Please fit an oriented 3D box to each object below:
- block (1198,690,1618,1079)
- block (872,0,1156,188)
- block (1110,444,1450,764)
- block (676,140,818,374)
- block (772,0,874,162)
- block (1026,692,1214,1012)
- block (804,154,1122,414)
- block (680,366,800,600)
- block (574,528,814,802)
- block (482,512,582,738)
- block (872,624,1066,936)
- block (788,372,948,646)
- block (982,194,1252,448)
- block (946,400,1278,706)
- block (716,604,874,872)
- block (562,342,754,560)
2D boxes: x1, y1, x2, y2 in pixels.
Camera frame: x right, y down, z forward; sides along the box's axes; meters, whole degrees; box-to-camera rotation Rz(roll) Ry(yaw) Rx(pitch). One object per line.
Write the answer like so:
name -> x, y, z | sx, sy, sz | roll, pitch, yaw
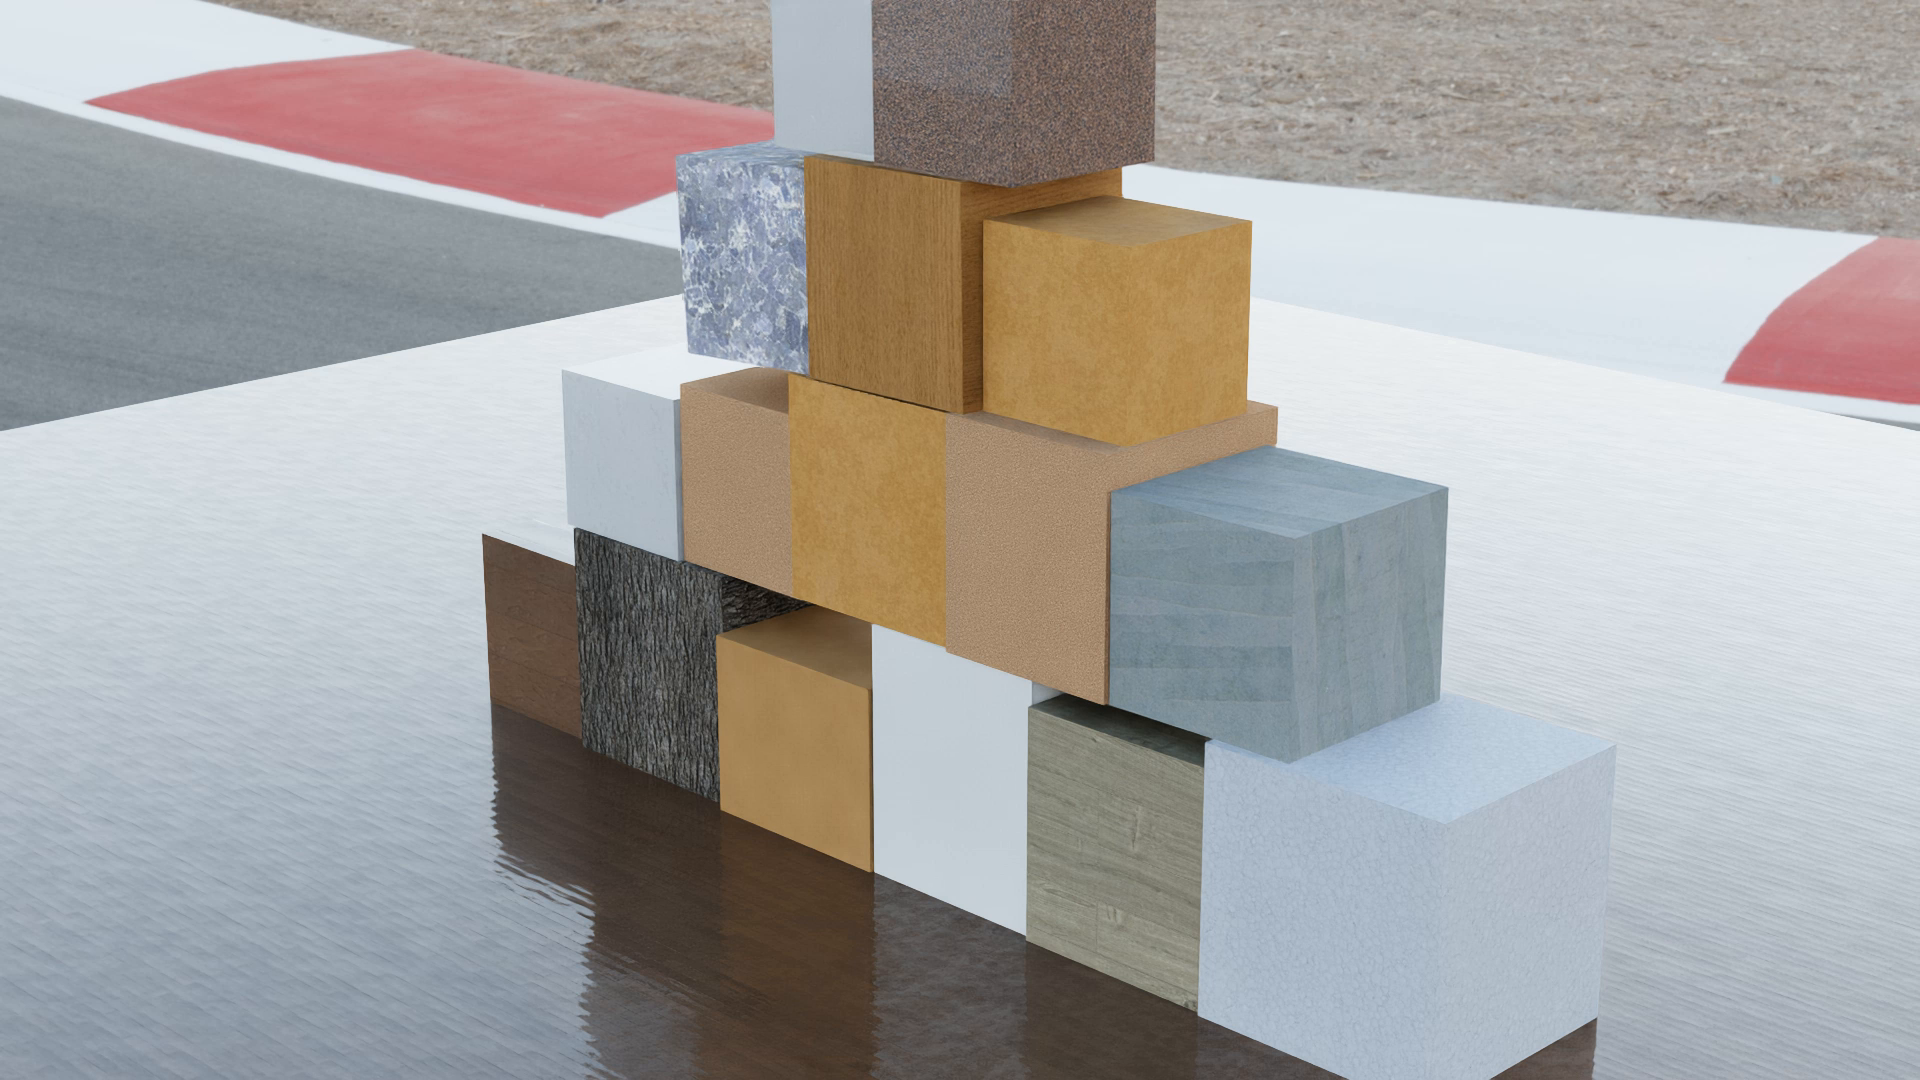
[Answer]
block -> 1.805, 1.389, 11.912 | 1.154, 1.207, 1.174 | -17, 24, -42
block -> 0.230, -1.981, 12.464 | 0.881, 0.762, 0.821 | -17, 23, -42
block -> 1.303, 0.235, 12.038 | 0.995, 0.921, 0.951 | -17, 23, -42
block -> -0.674, -1.345, 13.602 | 0.876, 0.926, 0.873 | -17, 21, -42
block -> -0.315, -2.118, 12.991 | 0.754, 0.732, 0.697 | -17, 23, -42
block -> 1.016, 1.219, 12.652 | 1.068, 1.087, 0.991 | -17, 24, -42
block -> 0.019, -1.209, 12.953 | 1.002, 0.993, 0.969 | -17, 23, -42
block -> -0.718, -0.322, 14.018 | 0.874, 0.877, 0.852 | -17, 24, -42
block -> -1.195, 0.516, 14.758 | 0.949, 1.166, 1.133 | -17, 24, -42
block -> -1.898, 0.410, 15.476 | 0.854, 0.937, 0.854 | -17, 24, -42
block -> 0.320, 0.948, 13.319 | 1.032, 1.204, 0.988 | -17, 24, -42
block -> -0.051, -0.244, 13.340 | 1.008, 1.059, 1.030 | -17, 24, -42
block -> 0.658, -0.941, 12.355 | 0.766, 0.828, 0.820 | -17, 24, -42
block -> 0.651, -0.042, 12.668 | 1.088, 1.075, 0.929 | -17, 24, -42
block -> -0.426, 0.882, 14.044 | 1.018, 0.896, 1.053 | -17, 24, -42
block -> -1.351, -0.465, 14.597 | 0.884, 0.802, 0.860 | -17, 24, -42
